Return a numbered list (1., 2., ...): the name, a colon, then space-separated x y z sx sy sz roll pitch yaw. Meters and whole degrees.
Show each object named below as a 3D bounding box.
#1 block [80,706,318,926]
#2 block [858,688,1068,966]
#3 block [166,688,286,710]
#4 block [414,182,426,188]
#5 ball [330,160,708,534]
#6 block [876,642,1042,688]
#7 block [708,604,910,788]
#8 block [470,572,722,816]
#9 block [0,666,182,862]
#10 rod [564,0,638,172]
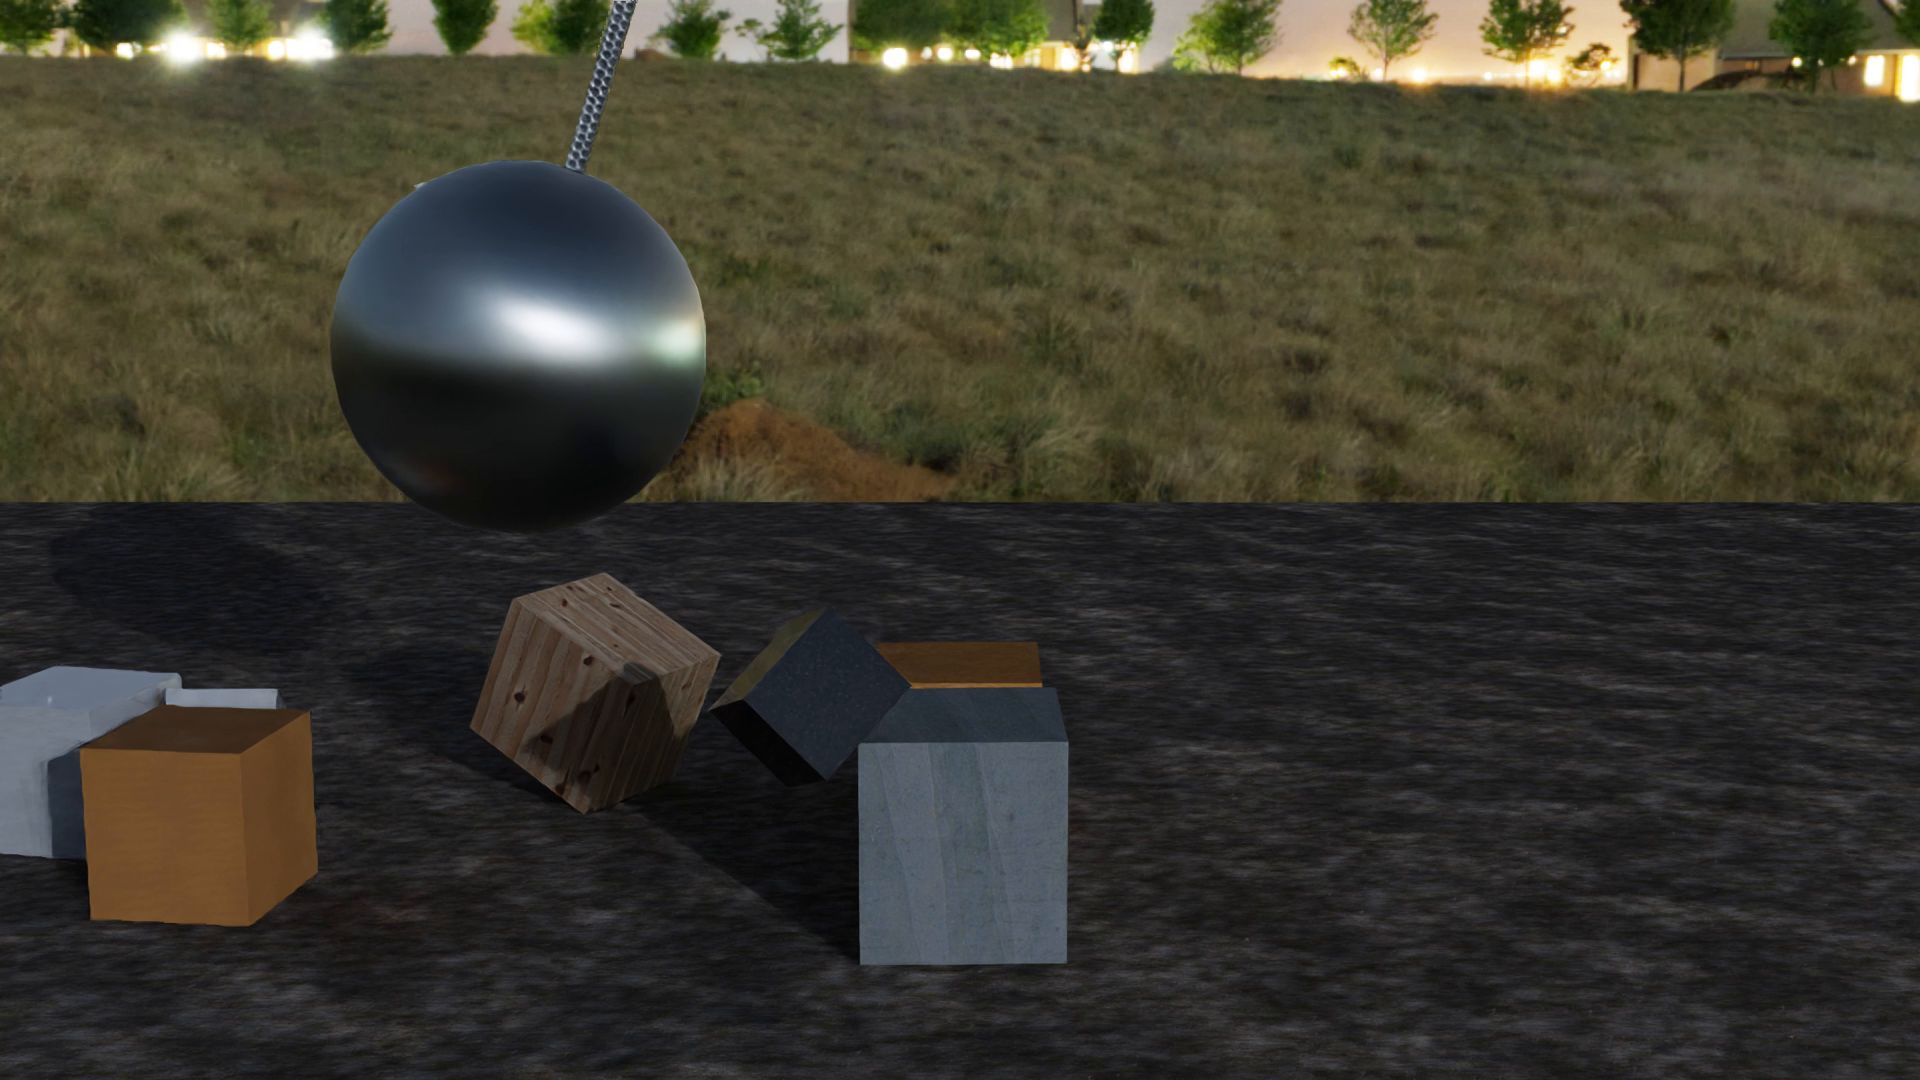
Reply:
1. block: -3.257 1.172 11.035 0.699 0.744 0.748 1 10 8
2. block: 0.004 1.163 10.614 0.827 0.914 0.915 0 10 -1
3. block: -3.393 1.018 11.879 0.494 0.535 0.521 0 -19 -8
4. block: -2.170 -1.405 12.052 0.551 0.585 0.553 -7 5 6
5. ball: -1.887 -0.826 11.030 1.600 1.600 1.600 0 10 0
6. block: -0.013 0.954 12.165 0.776 0.771 0.857 0 10 0
7. block: -0.607 0.632 10.278 0.515 0.459 0.541 -48 9 -20
8. block: -1.789 0.741 12.584 0.792 0.758 0.688 33 26 23
9. block: -4.114 1.028 11.949 0.672 0.701 0.747 3 11 15
10. rod: -0.817 -4.002 10.453 0.080 5.200 0.080 18 10 -3
